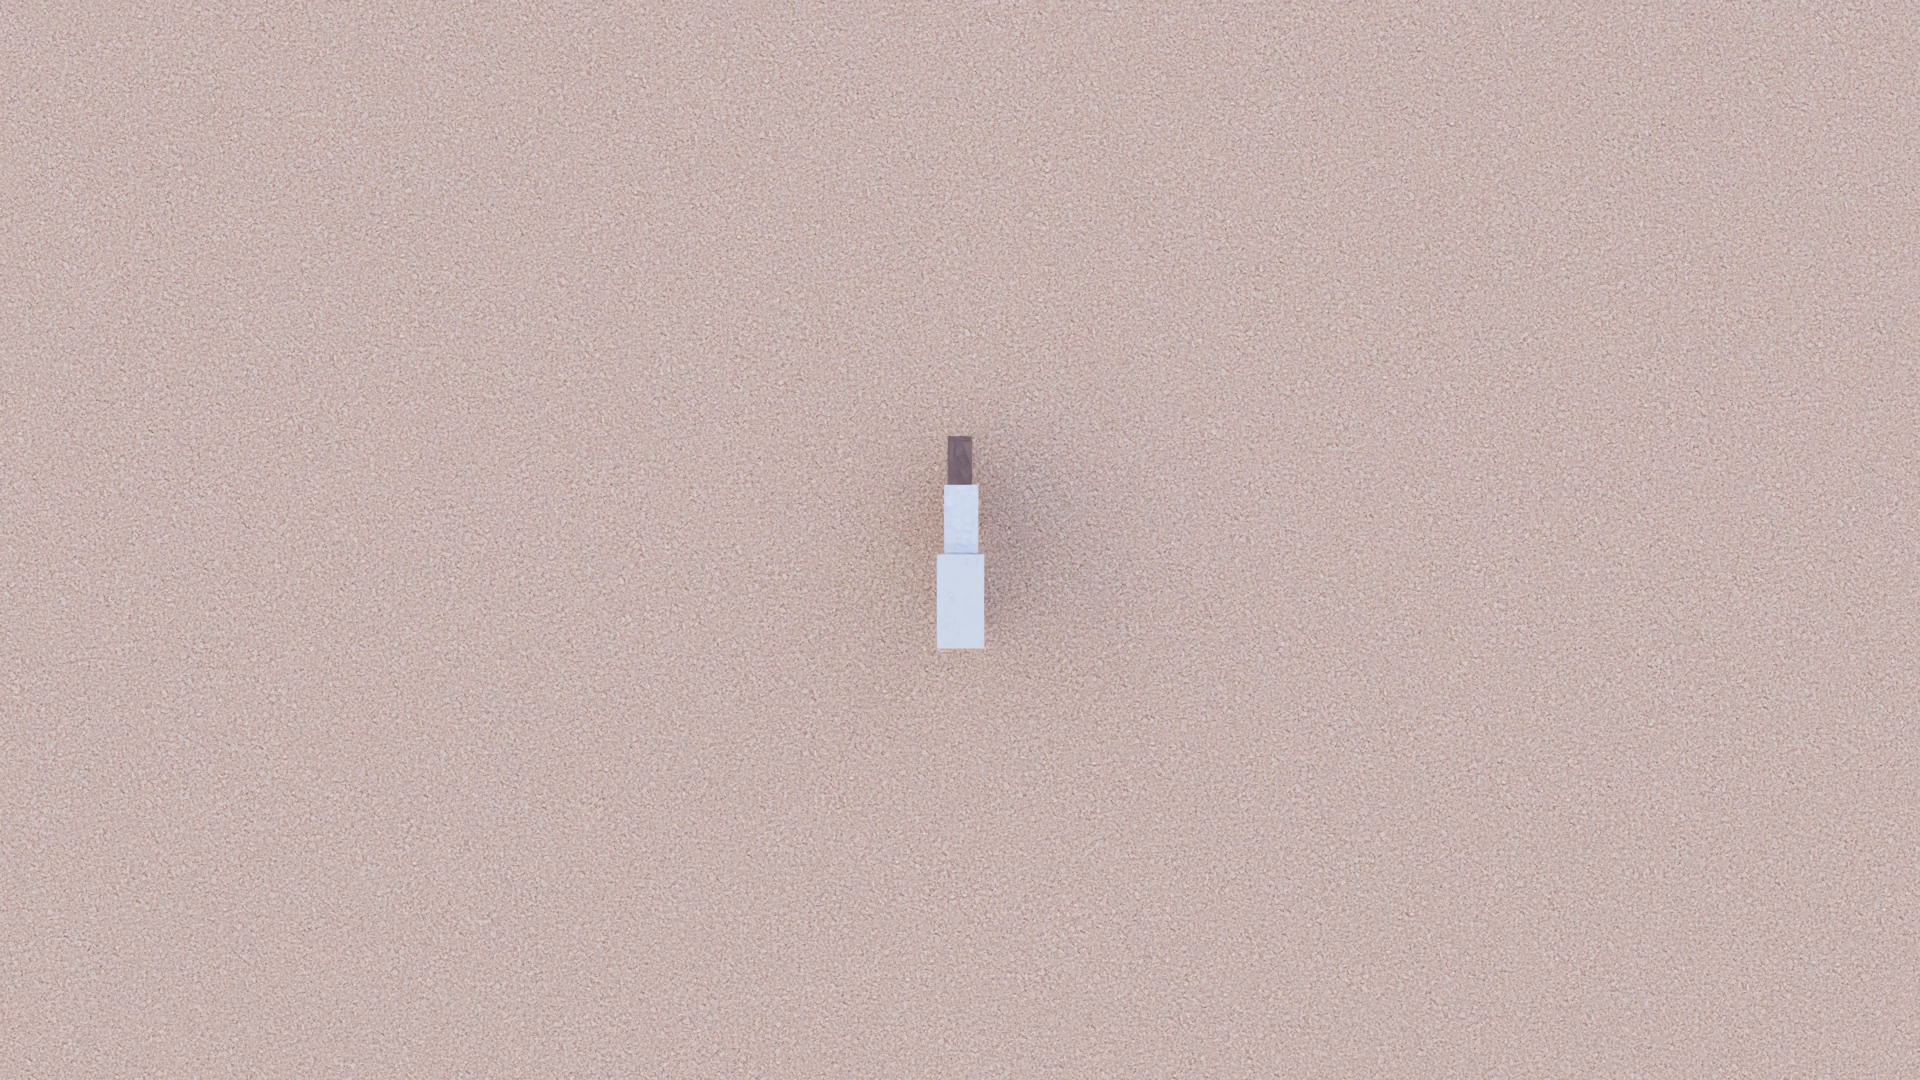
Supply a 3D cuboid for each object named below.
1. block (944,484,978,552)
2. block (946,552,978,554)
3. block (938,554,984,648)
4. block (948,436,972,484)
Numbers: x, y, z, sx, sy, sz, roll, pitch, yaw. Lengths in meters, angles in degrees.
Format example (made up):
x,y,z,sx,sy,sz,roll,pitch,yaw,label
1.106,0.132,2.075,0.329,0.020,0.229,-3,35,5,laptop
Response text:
x,y,z,sx,sy,sz,roll,pitch,yaw,label
0.004,-0.065,5.044,0.103,0.029,0.206,0,90,0,block
0.004,0.012,5.279,0.103,0.029,0.206,0,90,0,block
0.002,0.184,4.963,0.141,0.040,0.282,0,90,0,block
0.000,-0.249,5.176,0.076,0.022,0.152,0,90,0,block
